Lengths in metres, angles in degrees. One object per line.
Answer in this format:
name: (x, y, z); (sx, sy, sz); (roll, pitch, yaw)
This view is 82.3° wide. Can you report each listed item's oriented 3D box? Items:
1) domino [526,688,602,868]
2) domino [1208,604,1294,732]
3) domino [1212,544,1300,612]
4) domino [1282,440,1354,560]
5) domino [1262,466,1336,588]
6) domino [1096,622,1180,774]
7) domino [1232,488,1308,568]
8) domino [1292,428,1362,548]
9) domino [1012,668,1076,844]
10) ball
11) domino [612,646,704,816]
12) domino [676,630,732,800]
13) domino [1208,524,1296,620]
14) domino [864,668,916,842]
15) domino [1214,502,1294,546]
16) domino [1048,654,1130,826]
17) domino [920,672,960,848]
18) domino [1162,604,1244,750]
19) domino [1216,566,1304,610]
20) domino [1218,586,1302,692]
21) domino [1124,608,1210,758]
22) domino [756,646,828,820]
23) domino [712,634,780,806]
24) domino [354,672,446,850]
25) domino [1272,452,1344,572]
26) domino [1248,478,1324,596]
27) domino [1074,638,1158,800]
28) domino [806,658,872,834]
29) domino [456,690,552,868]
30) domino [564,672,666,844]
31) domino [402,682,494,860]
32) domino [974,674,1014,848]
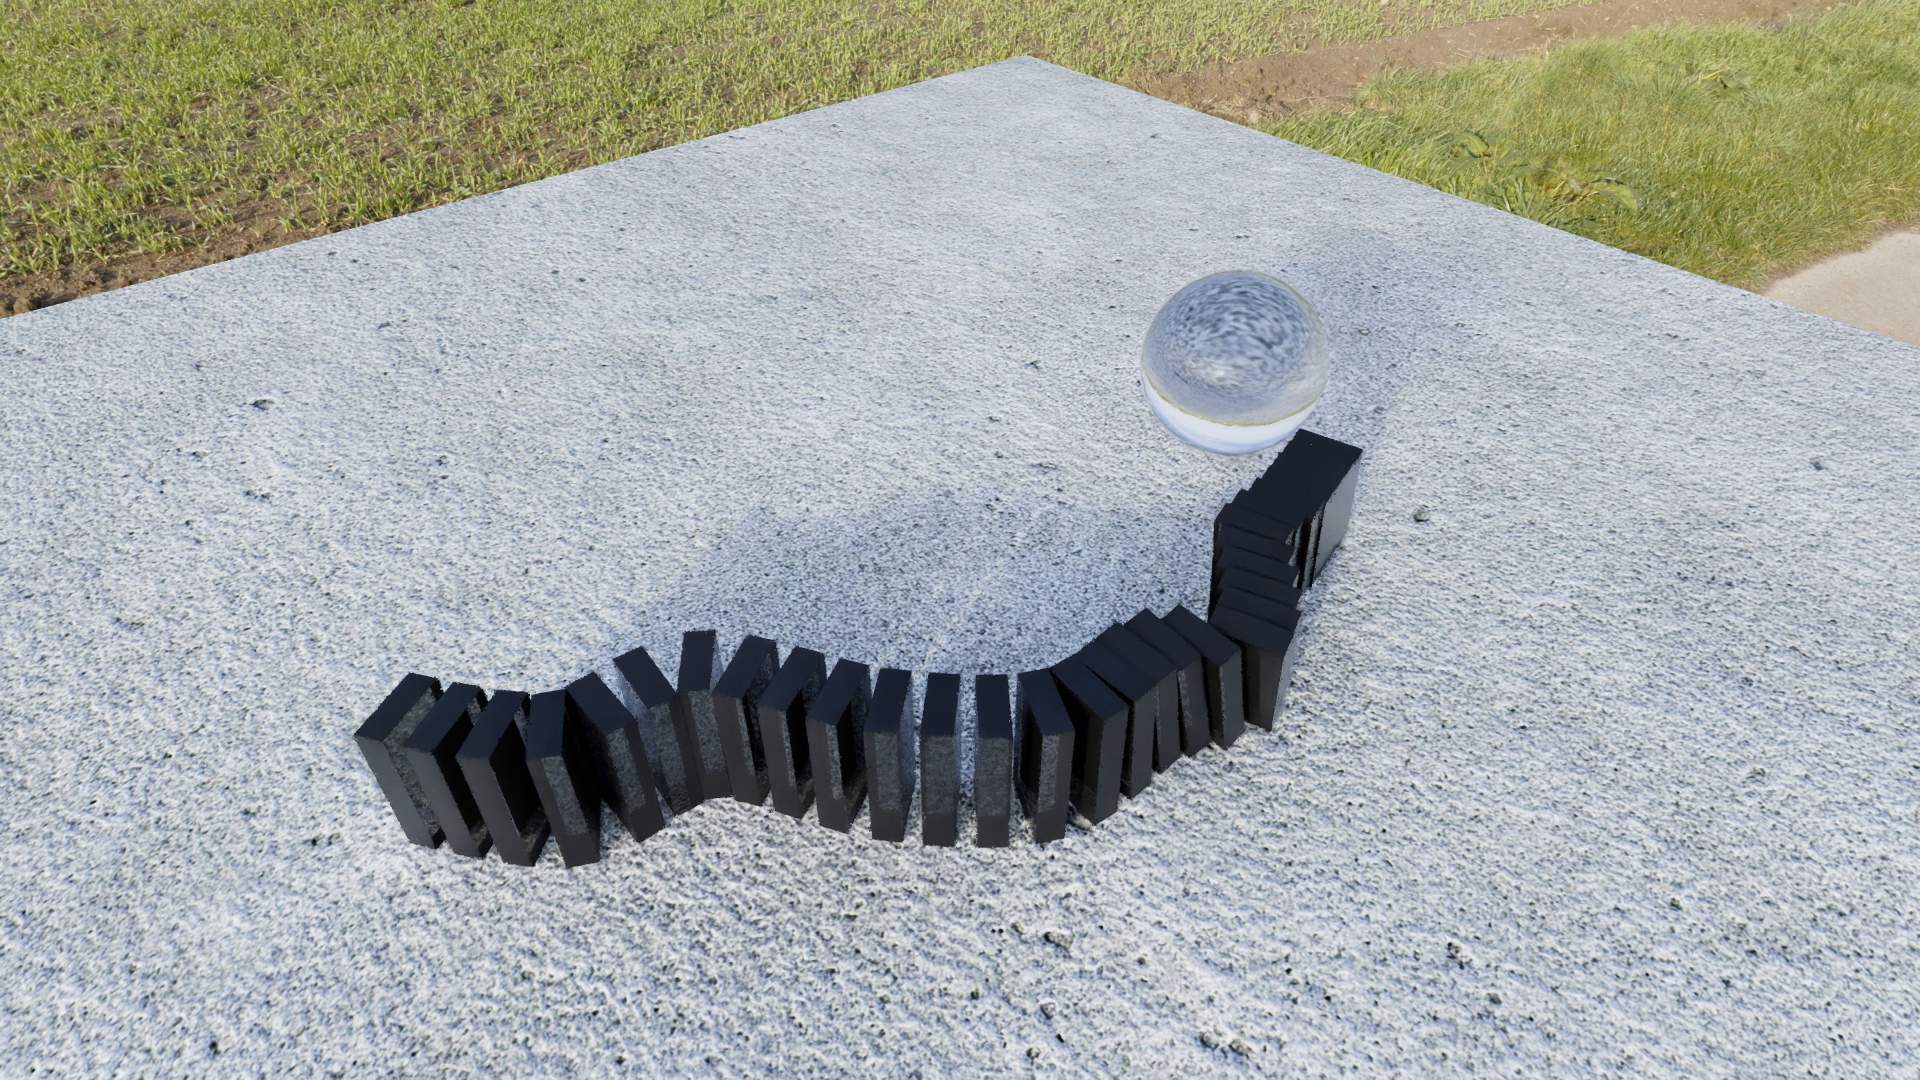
domino: (-0.116, 0.071, 0.325); (0.009, 0.050, 0.025); (-8, 40, -10)
domino: (0.093, 0.042, 0.359); (0.025, 0.050, 0.009); (21, 60, 24)
domino: (0.102, 0.024, 0.382); (0.025, 0.050, 0.010); (20, 60, 23)
domino: (0.137, -0.015, 0.429); (0.025, 0.050, 0.010); (24, 60, 26)
domino: (0.125, -0.005, 0.417); (0.025, 0.050, 0.009); (24, 60, 26)
domino: (0.057, 0.051, 0.349); (0.009, 0.050, 0.025); (-35, 50, -19)
domino: (0.112, 0.005, 0.405); (0.025, 0.050, 0.009); (24, 60, 26)
domino: (0.142, -0.020, 0.435); (0.025, 0.050, 0.009); (24, 60, 26)
domino: (0.025, 0.066, 0.331); (0.010, 0.050, 0.025); (-9, 40, -11)
ball: (0.120, -0.077, 0.482); (0.080, 0.080, 0.080); (0, 39, 0)
domino: (-0.093, 0.059, 0.339); (0.009, 0.050, 0.025); (-25, 46, -28)
domino: (-0.079, 0.055, 0.344); (0.009, 0.050, 0.025); (-4, 39, -4)
domino: (0.103, 0.017, 0.390); (0.025, 0.050, 0.009); (20, 60, 23)
domino: (-0.021, 0.065, 0.332); (0.010, 0.050, 0.025); (5, 40, 6)
domino: (0.105, 0.010, 0.399); (0.025, 0.050, 0.010); (24, 61, 26)
domino: (0.038, 0.062, 0.336); (0.009, 0.050, 0.025); (-25, 46, -25)
domino: (-0.006, 0.067, 0.330); (0.010, 0.050, 0.025); (3, 39, 4)
domino: (0.079, 0.045, 0.356); (0.010, 0.050, 0.025); (-38, 51, -17)
domino: (0.100, 0.030, 0.374); (0.025, 0.050, 0.009); (20, 60, 23)
domino: (0.097, 0.037, 0.366); (0.025, 0.050, 0.009); (20, 60, 23)
domino: (0.067, 0.047, 0.354); (0.009, 0.050, 0.025); (-34, 48, -14)
domino: (-0.050, 0.060, 0.338); (0.009, 0.050, 0.025); (13, 41, 16)
domino: (-0.064, 0.057, 0.342); (0.010, 0.050, 0.025); (10, 40, 12)
domino: (-0.161, 0.067, 0.330); (0.009, 0.050, 0.025); (10, 40, 11)
domino: (0.131, -0.010, 0.423); (0.025, 0.050, 0.010); (24, 60, 26)
domino: (0.119, 0.000, 0.411); (0.025, 0.050, 0.009); (24, 60, 26)
domino: (0.048, 0.056, 0.342); (0.009, 0.050, 0.025); (-33, 49, -26)
domino: (-0.035, 0.063, 0.334); (0.009, 0.050, 0.025); (12, 41, 14)
domino: (-0.131, 0.071, 0.325); (0.009, 0.050, 0.025); (5, 40, 6)
domino: (-0.103, 0.066, 0.331); (0.010, 0.050, 0.025); (-29, 48, -31)
domino: (-0.146, 0.069, 0.327); (0.010, 0.050, 0.025); (8, 40, 10)
domino: (0.010, 0.067, 0.330); (0.010, 0.050, 0.025); (-1, 39, -1)
